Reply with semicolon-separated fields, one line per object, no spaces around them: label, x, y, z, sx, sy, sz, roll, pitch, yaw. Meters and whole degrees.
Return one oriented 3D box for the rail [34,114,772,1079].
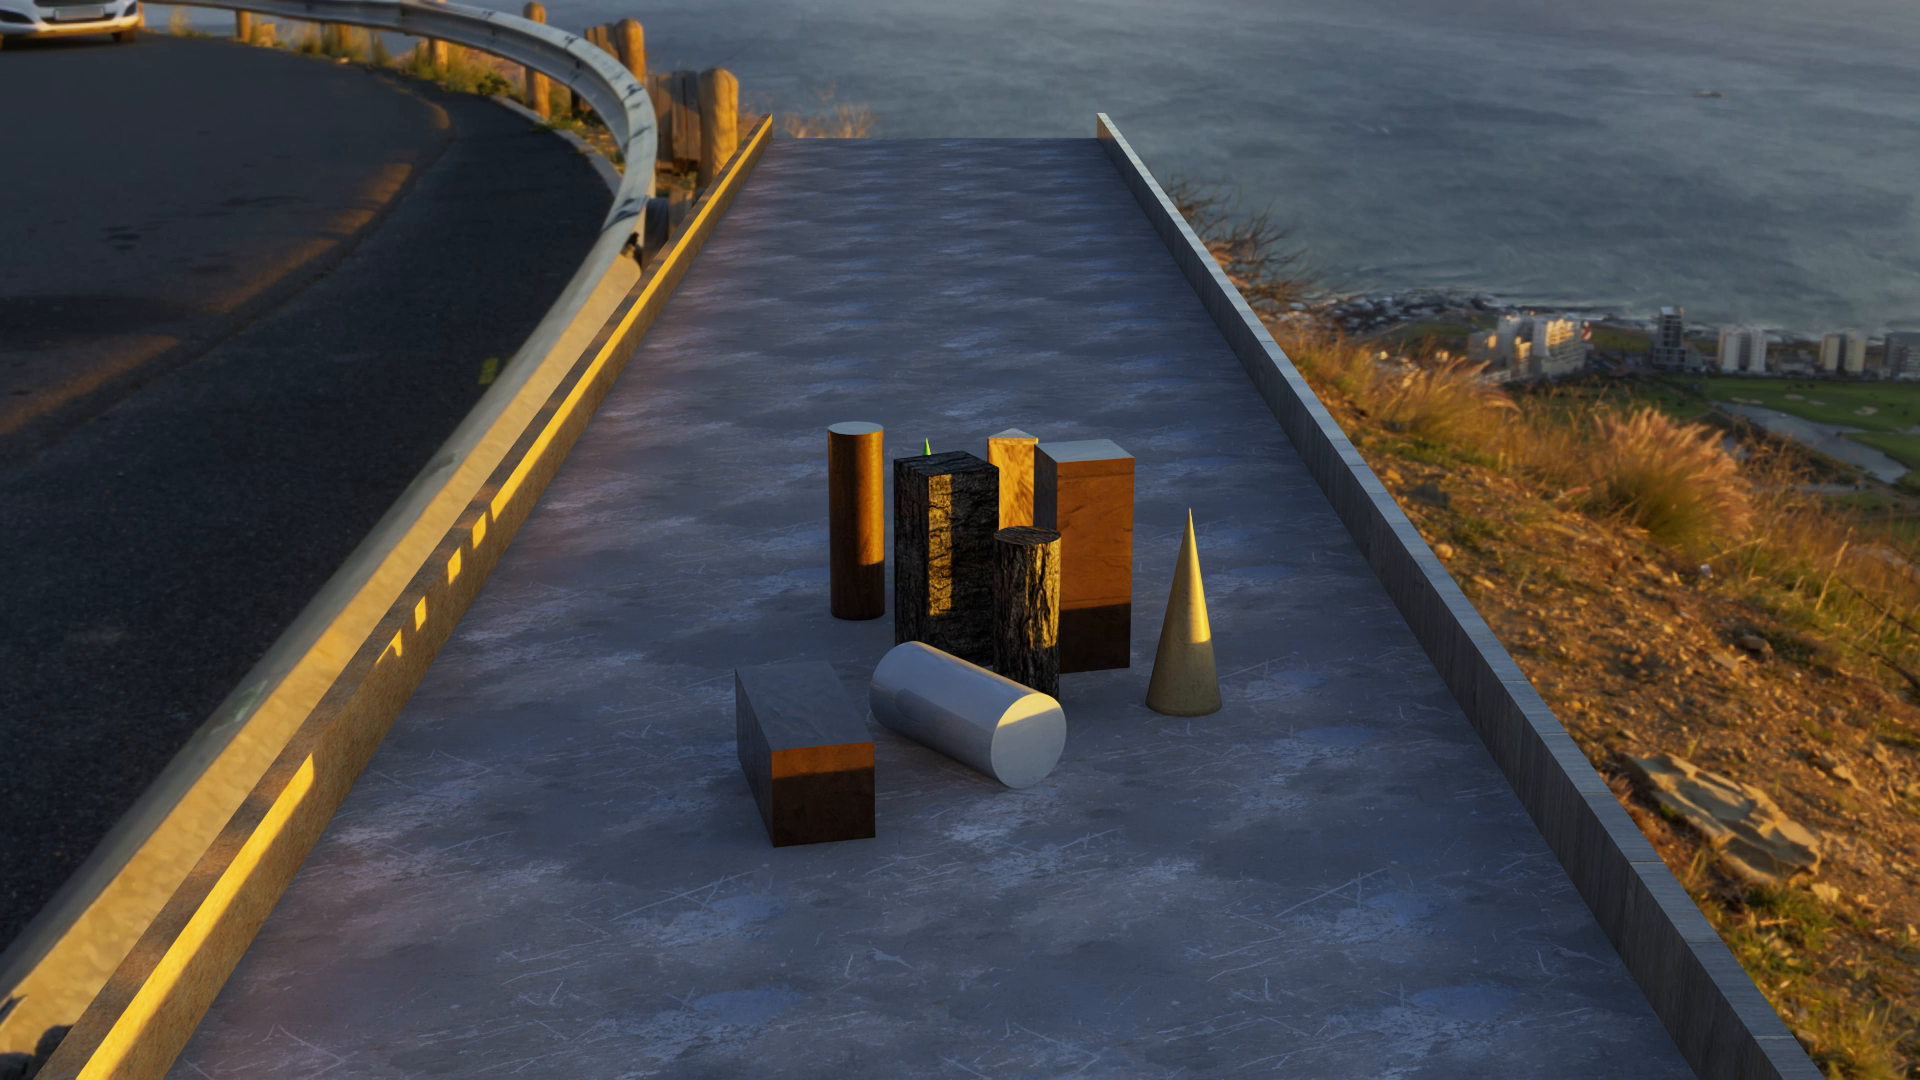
rail;-1.118;-0.838;7.780;0.050;0.150;12.000;0;17;-1

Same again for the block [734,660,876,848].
block;-0.268;0.355;3.737;0.168;0.168;0.403;-4;17;-13

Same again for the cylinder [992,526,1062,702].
cylinder;0.125;0.151;4.132;0.126;0.334;0.126;0;17;0

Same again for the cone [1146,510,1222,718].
cone;0.425;0.125;4.126;0.145;0.388;0.145;0;17;0

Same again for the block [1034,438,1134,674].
block;0.242;0.031;4.366;0.156;0.431;0.156;-4;17;-14

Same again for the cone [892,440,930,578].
cone;-0.074;-0.072;4.897;0.154;0.325;0.154;0;17;0

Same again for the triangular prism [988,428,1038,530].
triangular prism;0.112;-0.038;4.671;0.103;0.389;0.090;1;17;3

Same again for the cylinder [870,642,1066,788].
cylinder;0.010;0.306;3.900;0.170;0.170;0.347;-13;21;-37

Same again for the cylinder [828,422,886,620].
cylinder;-0.218;-0.040;4.649;0.116;0.405;0.116;0;17;0

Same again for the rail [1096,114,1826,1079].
rail;0.932;-0.844;7.801;0.050;0.150;12.000;0;17;-1

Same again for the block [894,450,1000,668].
block;-0.027;0.044;4.367;0.154;0.405;0.154;-9;19;-27
